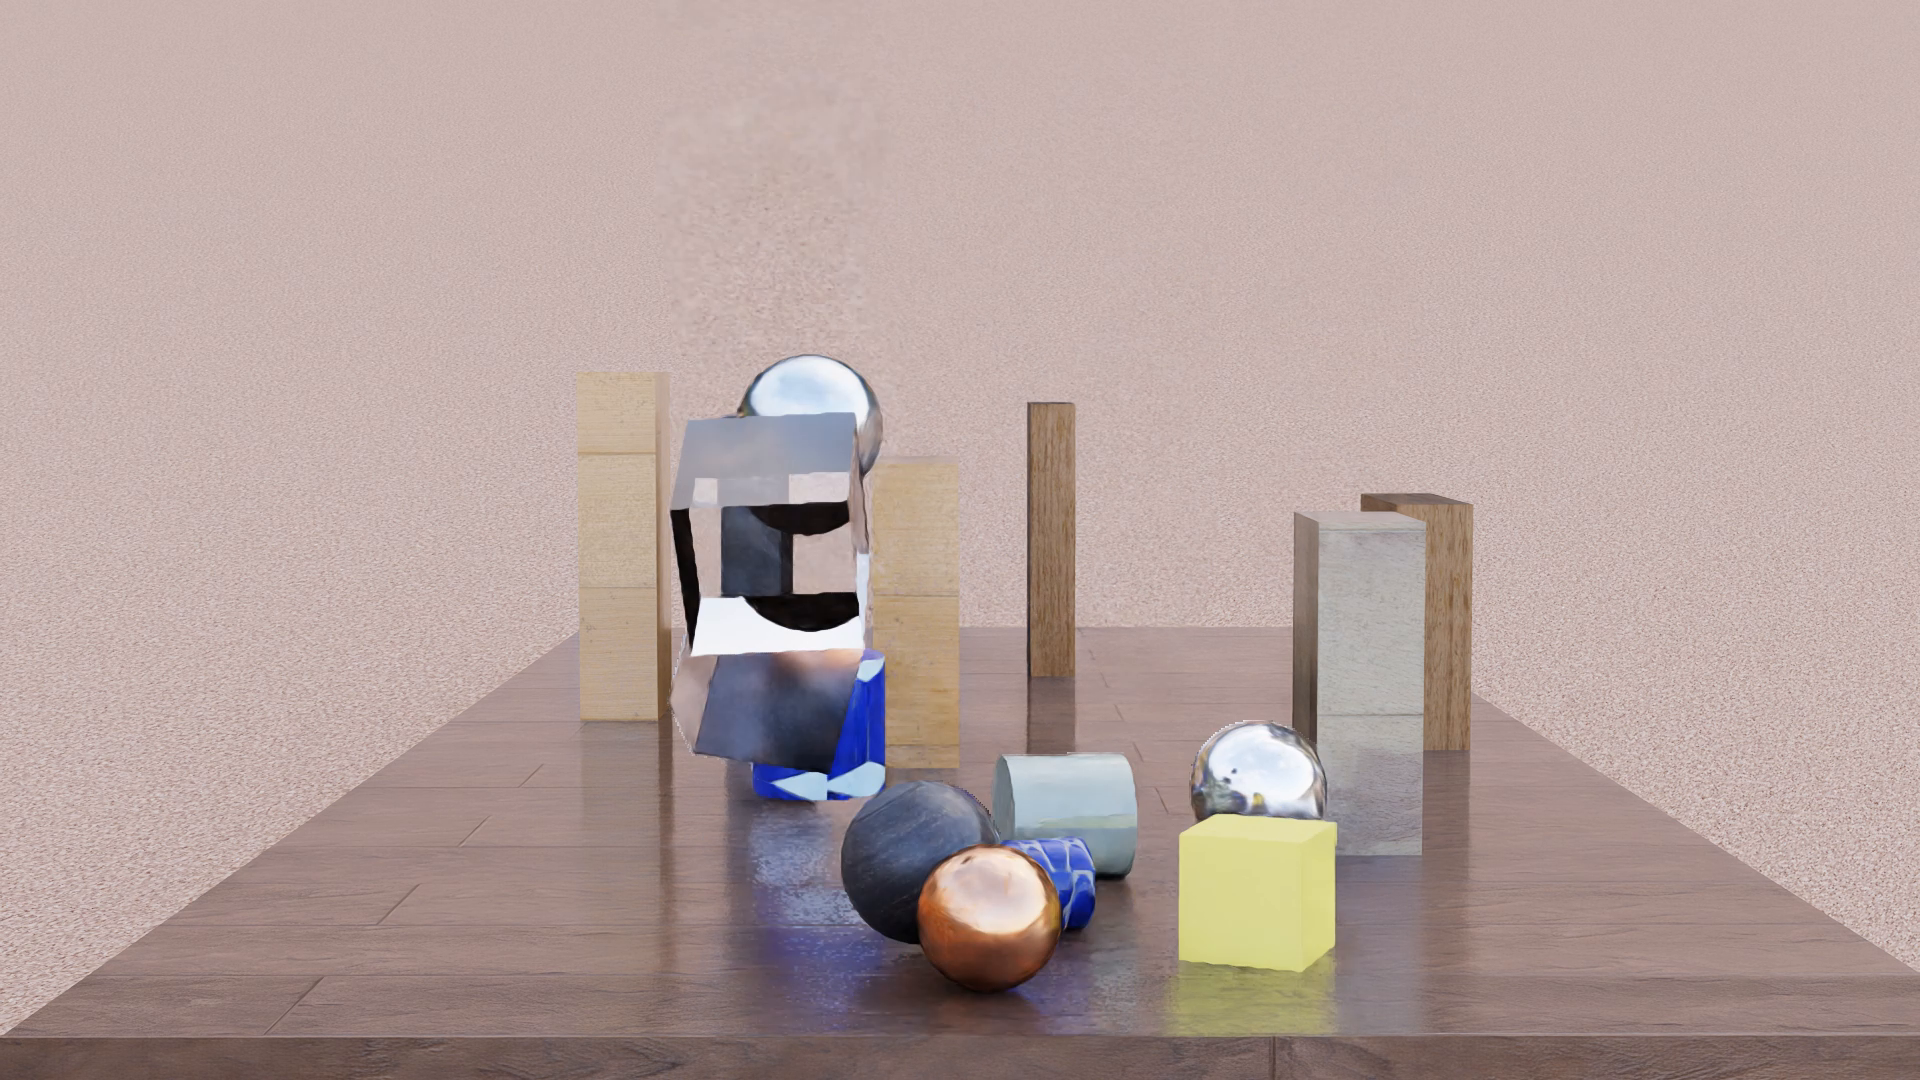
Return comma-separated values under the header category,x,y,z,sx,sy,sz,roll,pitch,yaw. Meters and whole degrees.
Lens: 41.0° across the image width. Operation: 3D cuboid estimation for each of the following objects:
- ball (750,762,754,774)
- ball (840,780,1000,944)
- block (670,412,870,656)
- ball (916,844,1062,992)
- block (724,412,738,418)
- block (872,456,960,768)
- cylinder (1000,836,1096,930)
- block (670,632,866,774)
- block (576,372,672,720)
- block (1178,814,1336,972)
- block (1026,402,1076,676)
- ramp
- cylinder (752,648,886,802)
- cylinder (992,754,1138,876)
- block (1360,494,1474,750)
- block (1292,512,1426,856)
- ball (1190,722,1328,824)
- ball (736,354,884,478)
category,x,y,z,sx,sy,sz,roll,pitch,yaw
ball,-0.261,0.331,3.959,0.129,0.129,0.129,0,19,0
ball,-0.044,0.367,2.919,0.185,0.185,0.185,0,19,0
block,-0.194,-0.008,2.682,0.179,0.179,0.179,-3,33,3
ball,0.031,0.401,2.726,0.156,0.156,0.156,0,19,0
block,-0.418,0.017,5.379,0.122,0.564,0.338,0,4,0
block,-0.072,0.114,4.398,0.141,0.503,0.354,0,4,0
cylinder,0.091,0.406,3.017,0.107,0.107,0.107,-1,19,-18
block,-0.235,0.160,3.093,0.170,0.170,0.170,11,14,-19
block,-0.639,0.005,4.908,0.145,0.652,0.245,0,4,0
block,0.337,0.396,2.899,0.142,0.142,0.142,2,4,23
block,0.198,-0.008,5.607,0.095,0.582,0.288,0,4,0
ramp,0.045,0.407,4.538,2.000,0.100,4.000,0,4,0
cylinder,-0.200,0.257,3.627,0.188,0.188,0.188,-1,6,0
cylinder,0.134,0.359,3.330,0.158,0.158,0.158,-1,19,-10
block,0.815,0.138,4.615,0.131,0.425,0.396,0,4,0
block,0.555,0.193,3.593,0.144,0.453,0.254,0,4,0
ball,0.399,0.335,3.434,0.183,0.183,0.183,0,19,0
ball,-0.173,-0.129,2.958,0.170,0.170,0.170,0,19,0
